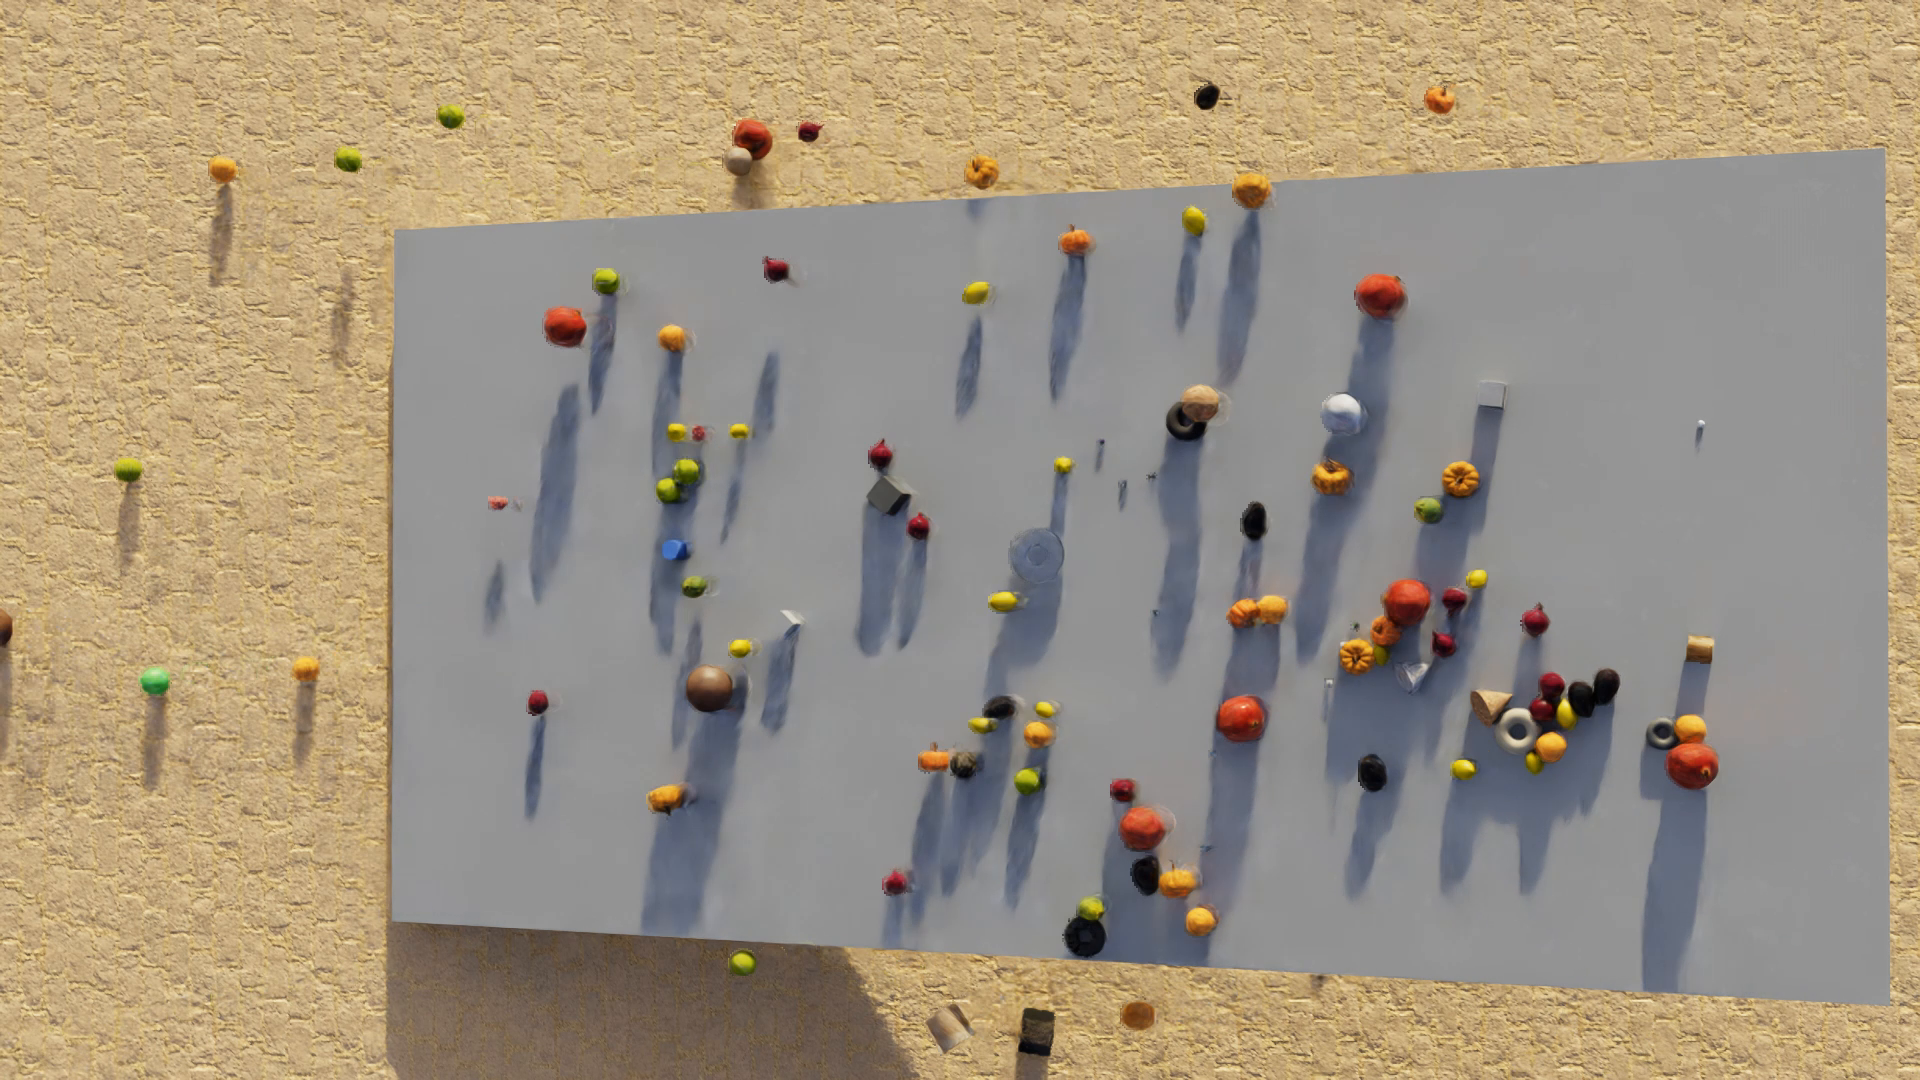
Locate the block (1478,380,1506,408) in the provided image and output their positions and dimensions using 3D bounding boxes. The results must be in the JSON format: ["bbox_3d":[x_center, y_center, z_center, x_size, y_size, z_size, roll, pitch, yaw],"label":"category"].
[{"bbox_3d":[1.301,-0.356,5.380,0.059,0.059,0.059,8,92,18],"label":"block"}]

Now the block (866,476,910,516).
[{"bbox_3d":[-0.191,-0.118,5.855,0.073,0.073,0.073,42,101,14],"label":"block"}]

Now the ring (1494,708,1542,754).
[{"bbox_3d":[1.361,0.468,5.361,0.113,0.038,0.113,0,90,17],"label":"ring"}]

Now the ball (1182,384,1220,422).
[{"bbox_3d":[0.607,-0.344,5.546,0.095,0.095,0.095,0,89,0],"label":"ball"}]

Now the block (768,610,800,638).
[{"bbox_3d":[-0.475,0.227,5.954,0.052,0.052,0.052,44,102,14],"label":"block"}]

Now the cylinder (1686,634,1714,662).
[{"bbox_3d":[1.758,0.258,5.224,0.058,0.058,0.058,7,89,18],"label":"cylinder"}]

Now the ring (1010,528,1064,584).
[{"bbox_3d":[0.202,0.040,5.739,0.146,0.049,0.146,0,90,17],"label":"ring"}]

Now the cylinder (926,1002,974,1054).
[{"bbox_3d":[-0.027,1.306,5.885,0.099,0.099,0.099,-32,79,0],"label":"cylinder"}]

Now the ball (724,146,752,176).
[{"bbox_3d":[-0.640,-1.094,6.354,0.083,0.083,0.083,0,89,0],"label":"ball"}]

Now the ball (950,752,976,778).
[{"bbox_3d":[0.009,0.590,5.782,0.070,0.070,0.070,0,89,0],"label":"ball"}]

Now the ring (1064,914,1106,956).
[{"bbox_3d":[0.324,1.025,5.691,0.109,0.036,0.109,0,89,17],"label":"ring"}]

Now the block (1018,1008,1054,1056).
[{"bbox_3d":[0.222,1.426,6.379,0.091,0.091,0.091,9,114,0],"label":"block"}]

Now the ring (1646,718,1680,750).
[{"bbox_3d":[1.682,0.464,5.262,0.078,0.026,0.078,0,89,16],"label":"ring"}]

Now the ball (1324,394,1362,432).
[{"bbox_3d":[0.953,-0.315,5.474,0.096,0.096,0.096,0,89,0],"label":"ball"}]

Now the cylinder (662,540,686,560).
[{"bbox_3d":[-0.787,0.027,6.059,0.052,0.052,0.052,0,89,18],"label":"cylinder"}]

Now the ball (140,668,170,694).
[{"bbox_3d":[-2.347,0.412,6.415,0.078,0.078,0.078,0,89,0],"label":"ball"}]

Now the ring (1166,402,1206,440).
[{"bbox_3d":[0.578,-0.305,5.622,0.104,0.035,0.104,-1,82,10],"label":"ring"}]

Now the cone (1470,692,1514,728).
[{"bbox_3d":[1.314,0.395,5.374,0.095,0.095,0.095,-23,89,-10],"label":"cone"}]

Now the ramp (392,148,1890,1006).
[{"bbox_3d":[0.276,0.093,5.791,4.000,0.100,2.000,0,89,18],"label":"ramp"}]

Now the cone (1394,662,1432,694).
[{"bbox_3d":[1.133,0.324,5.436,0.087,0.087,0.087,-25,89,-11],"label":"cone"}]
